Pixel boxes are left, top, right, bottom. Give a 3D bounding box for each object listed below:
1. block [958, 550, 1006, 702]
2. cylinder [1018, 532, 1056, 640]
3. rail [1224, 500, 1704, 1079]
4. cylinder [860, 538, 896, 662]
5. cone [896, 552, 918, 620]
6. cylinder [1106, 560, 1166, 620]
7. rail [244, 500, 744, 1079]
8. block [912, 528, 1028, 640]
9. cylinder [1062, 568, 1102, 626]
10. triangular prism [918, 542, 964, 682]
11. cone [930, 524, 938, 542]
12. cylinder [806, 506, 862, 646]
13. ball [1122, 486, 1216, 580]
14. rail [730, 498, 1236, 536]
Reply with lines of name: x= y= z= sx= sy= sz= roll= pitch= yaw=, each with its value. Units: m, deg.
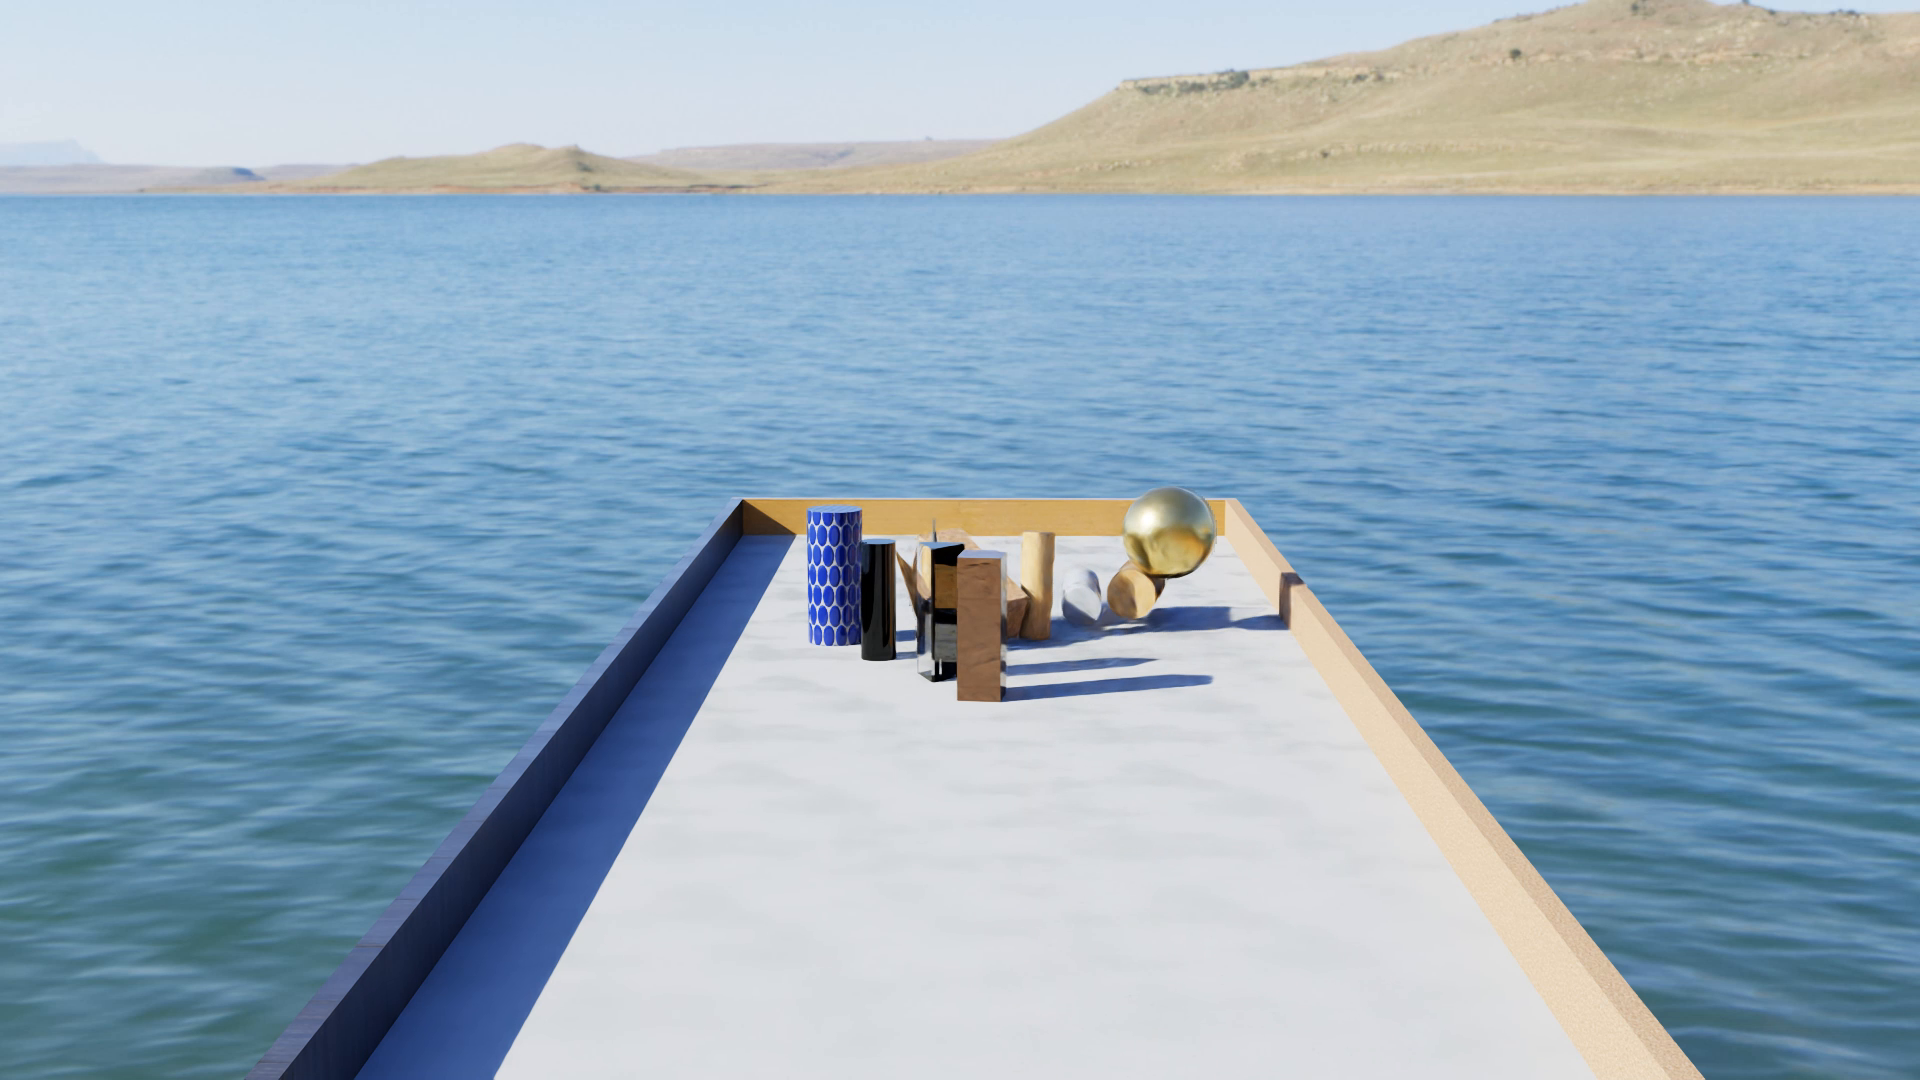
block: x=0.062 y=0.242 z=6.182 sx=0.122 sy=0.408 sz=0.122 roll=1 pitch=9 yaw=9
cylinder: x=0.244 y=0.143 z=7.001 sx=0.104 sy=0.337 sz=0.104 roll=2 pitch=4 yaw=0
rail: x=1.046 y=0.843 z=3.208 sx=0.050 sy=0.150 sz=12.000 roll=0 pitch=9 yaw=1
cylinder: x=-0.249 y=0.182 z=6.708 sx=0.109 sy=0.361 sz=0.109 roll=0 pitch=9 yaw=0
cone: x=-0.121 y=0.168 z=6.773 sx=0.146 sy=0.341 sz=0.146 roll=-29 pitch=11 yaw=6
cylinder: x=0.584 y=0.154 z=7.266 sx=0.160 sy=0.160 sz=0.369 roll=2 pitch=7 yaw=10
rail: x=-1.004 y=0.839 z=3.234 sx=0.050 sy=0.150 sz=12.000 roll=0 pitch=9 yaw=1
block: x=0.026 y=0.146 z=7.025 sx=0.160 sy=0.160 sz=0.401 roll=-12 pitch=40 yaw=-33
cylinder: x=0.407 y=0.188 z=7.398 sx=0.131 sy=0.131 sz=0.385 roll=0 pitch=9 yaw=3
triangular prism: x=-0.078 y=0.206 z=6.453 sx=0.120 sy=0.394 sz=0.138 roll=8 pitch=12 yaw=41
cone: x=-0.082 y=0.127 z=6.941 sx=0.110 sy=0.397 sz=0.110 roll=0 pitch=9 yaw=0
cylinder: x=-0.395 y=0.111 z=6.956 sx=0.174 sy=0.423 sz=0.174 roll=0 pitch=9 yaw=0
ball: x=0.671 y=-0.024 z=7.081 sx=0.301 sy=0.301 sz=0.301 roll=0 pitch=9 yaw=0
rail: x=0.099 y=-0.098 z=9.147 sx=2.100 sy=0.150 sz=0.050 roll=0 pitch=9 yaw=1
